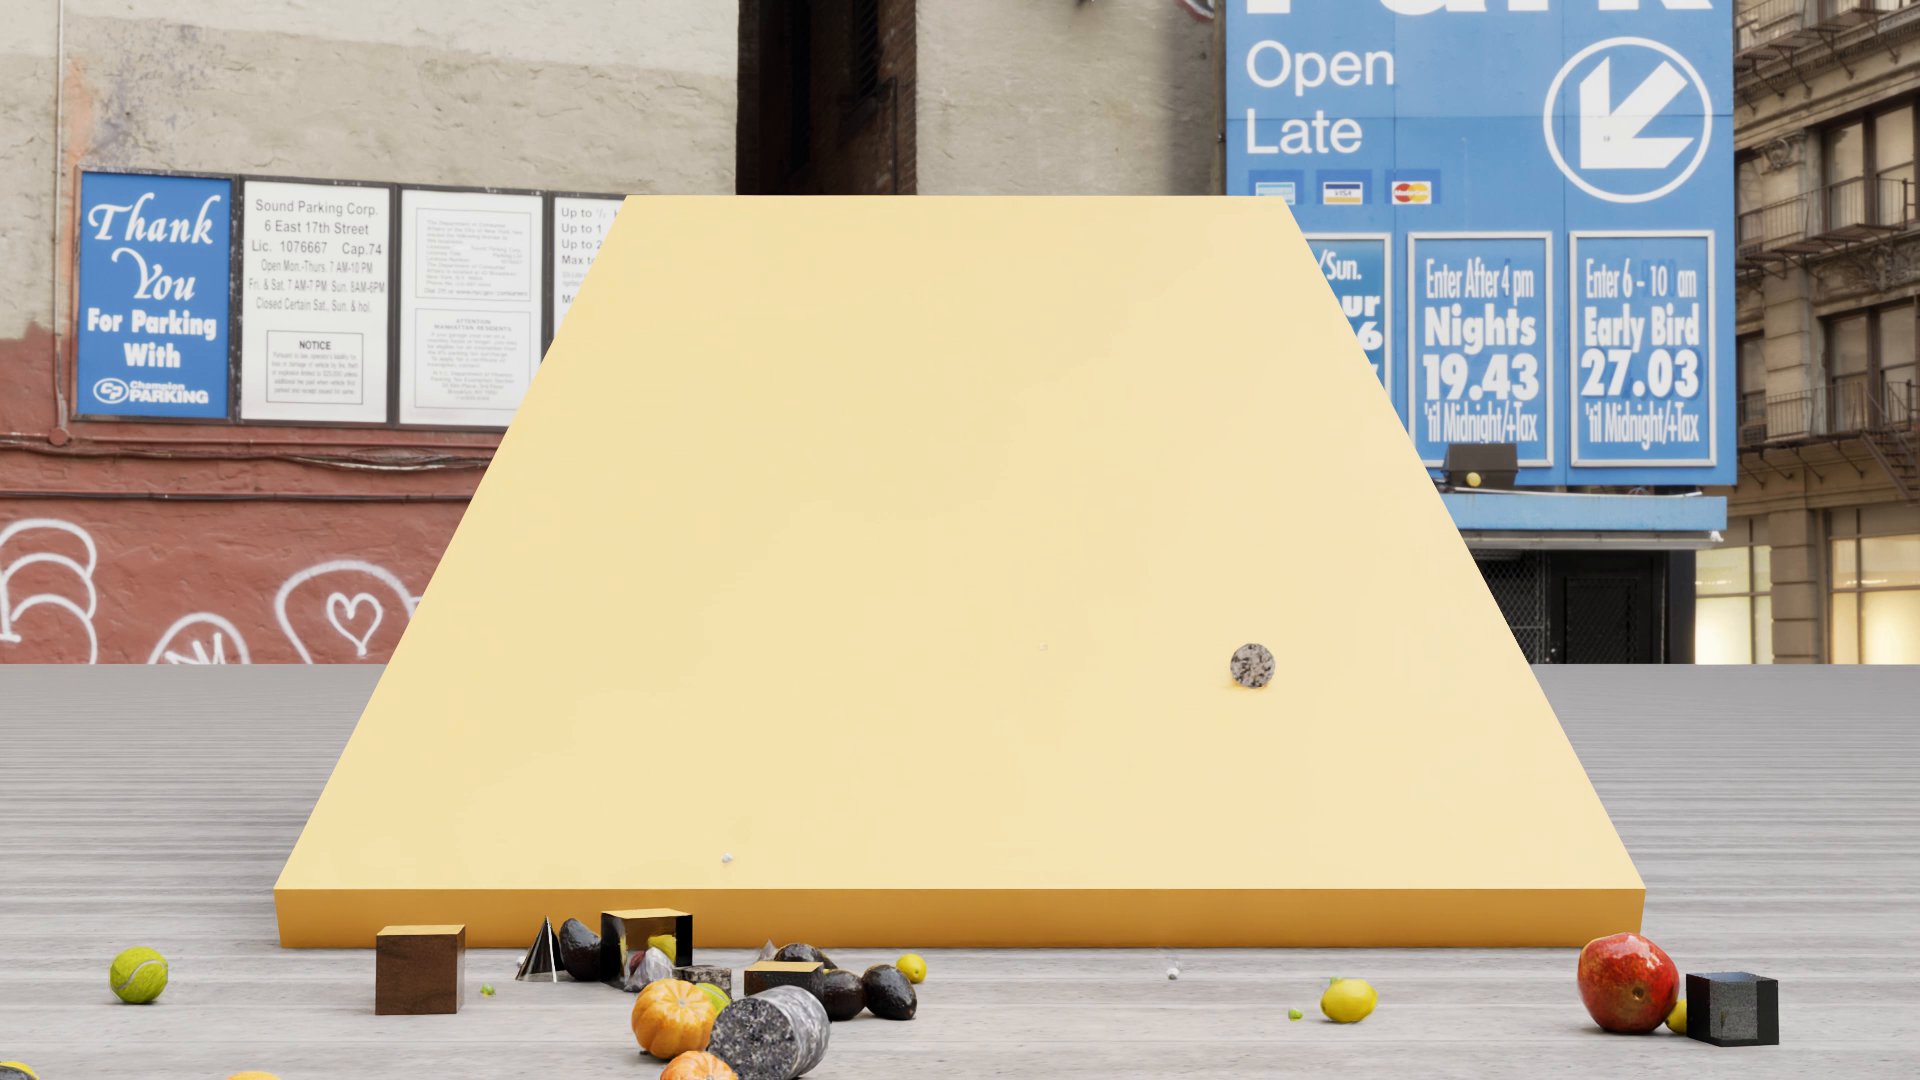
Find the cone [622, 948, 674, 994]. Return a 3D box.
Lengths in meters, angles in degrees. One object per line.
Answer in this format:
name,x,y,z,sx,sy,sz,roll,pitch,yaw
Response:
cone,-0.405,0.562,2.944,0.064,0.064,0.064,-30,-14,20

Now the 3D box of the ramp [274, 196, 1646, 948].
ramp,-0.007,-0.225,5.227,2.000,0.100,4.000,0,23,0

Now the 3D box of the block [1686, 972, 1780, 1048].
block,0.860,0.522,2.575,0.071,0.071,0.071,1,-3,-13

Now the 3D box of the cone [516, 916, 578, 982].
cone,-0.551,0.543,3.080,0.082,0.082,0.082,0,-3,0

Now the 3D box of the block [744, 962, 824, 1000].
block,-0.199,0.522,2.617,0.077,0.077,0.077,0,-3,7

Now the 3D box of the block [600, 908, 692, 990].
block,-0.410,0.535,3.021,0.092,0.092,0.092,2,-3,-28

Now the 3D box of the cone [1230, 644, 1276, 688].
cone,0.508,0.219,4.008,0.077,0.077,0.077,0,-4,7

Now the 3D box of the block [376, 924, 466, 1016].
block,-0.656,0.522,2.811,0.095,0.095,0.095,0,-3,-6

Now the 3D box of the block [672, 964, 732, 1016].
block,-0.312,0.543,2.788,0.052,0.052,0.052,3,-4,-42

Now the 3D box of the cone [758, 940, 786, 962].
cone,-0.241,0.571,3.075,0.057,0.057,0.057,27,-1,4
